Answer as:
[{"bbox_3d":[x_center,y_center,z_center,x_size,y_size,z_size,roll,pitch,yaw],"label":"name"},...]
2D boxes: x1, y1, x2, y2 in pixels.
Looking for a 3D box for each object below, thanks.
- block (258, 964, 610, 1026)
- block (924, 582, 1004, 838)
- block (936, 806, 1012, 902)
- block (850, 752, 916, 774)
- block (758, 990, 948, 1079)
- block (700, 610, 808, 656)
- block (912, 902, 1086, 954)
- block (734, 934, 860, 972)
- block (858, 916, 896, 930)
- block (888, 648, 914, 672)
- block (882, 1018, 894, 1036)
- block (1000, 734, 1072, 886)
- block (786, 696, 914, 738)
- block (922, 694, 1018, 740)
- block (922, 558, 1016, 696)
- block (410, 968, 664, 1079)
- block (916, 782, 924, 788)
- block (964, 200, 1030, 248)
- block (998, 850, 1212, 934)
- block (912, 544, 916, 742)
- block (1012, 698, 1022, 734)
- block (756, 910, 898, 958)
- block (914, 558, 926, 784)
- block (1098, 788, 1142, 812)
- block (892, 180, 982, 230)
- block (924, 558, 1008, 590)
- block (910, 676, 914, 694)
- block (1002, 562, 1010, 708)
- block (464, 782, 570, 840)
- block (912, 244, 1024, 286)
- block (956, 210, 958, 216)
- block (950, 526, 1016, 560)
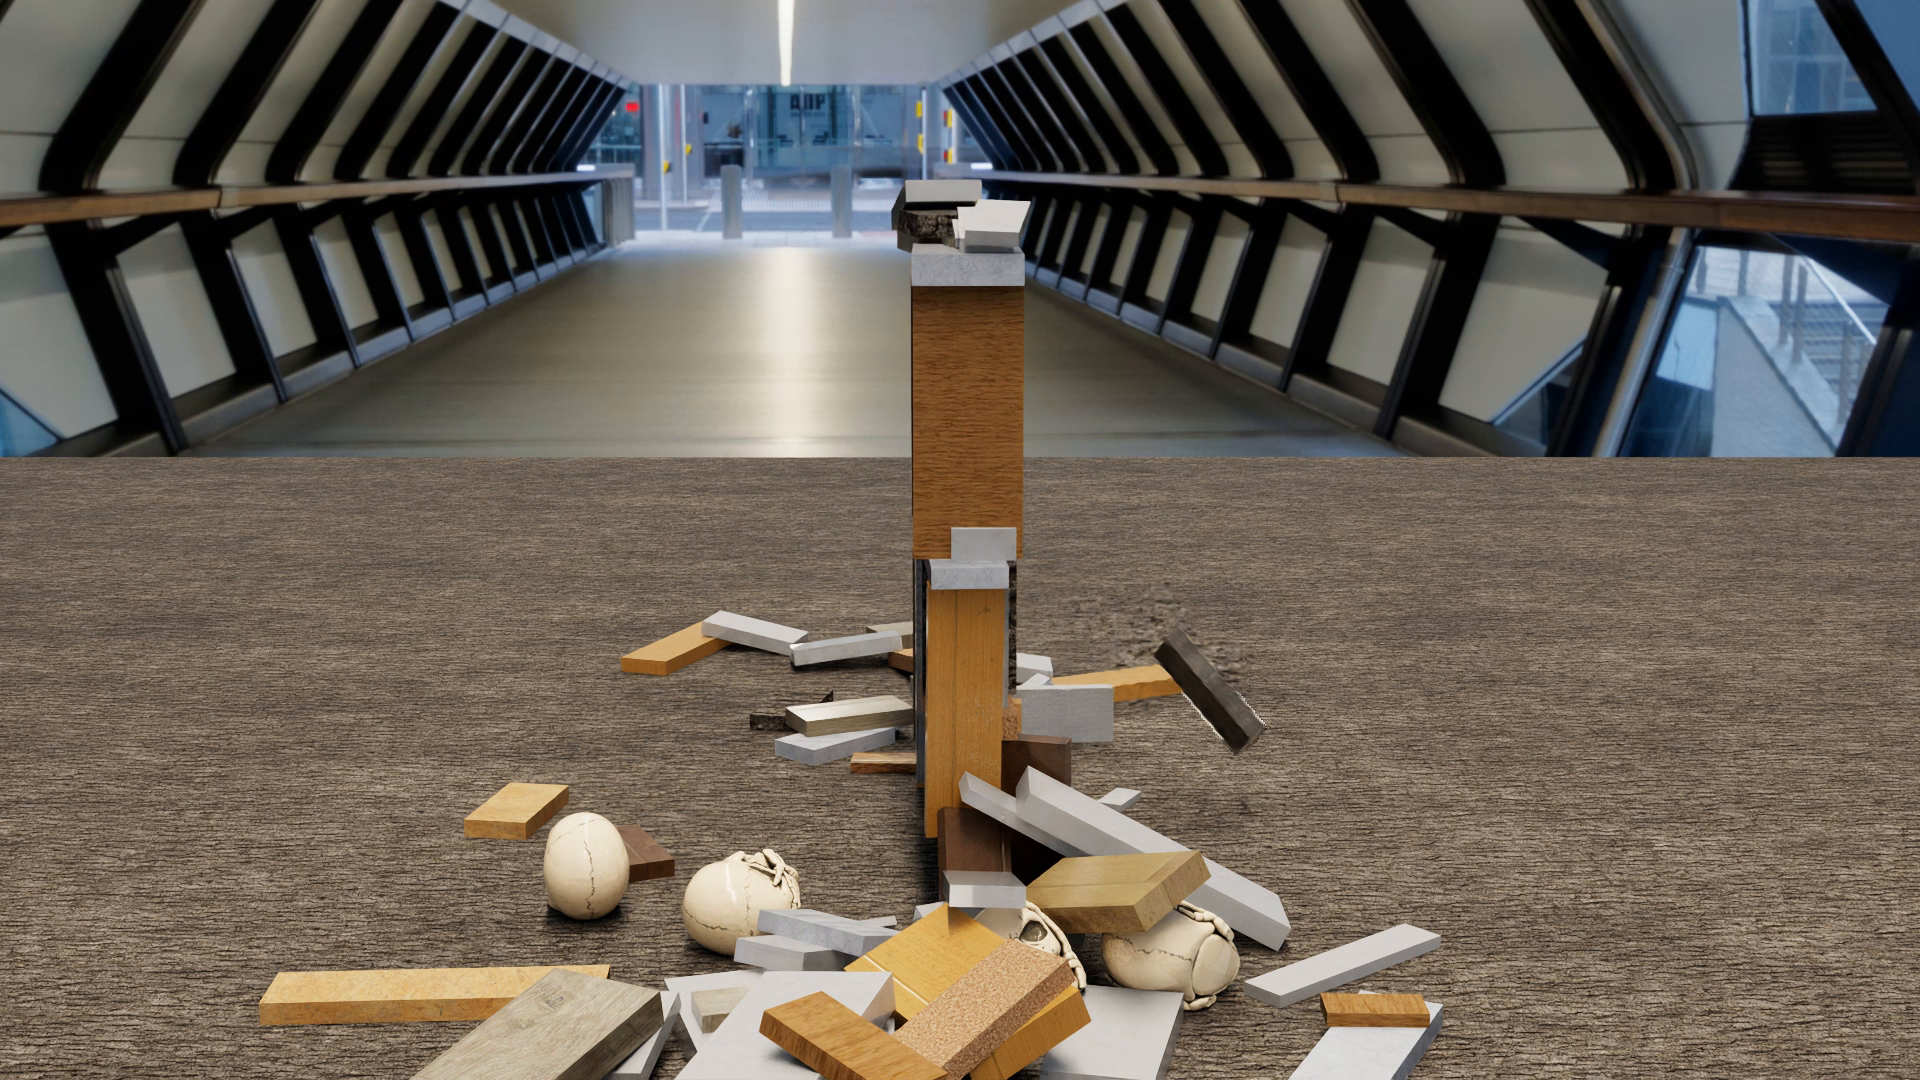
[{"bbox_3d":[-0.758,0.661,3.197,0.484,0.033,0.117,-1,11,-4],"label":"block"},{"bbox_3d":[0.006,0.267,3.461,0.118,0.418,0.033,-1,17,-7],"label":"block"},{"bbox_3d":[0.024,0.527,3.413,0.109,0.219,0.031,8,-26,-22],"label":"block"},{"bbox_3d":[-0.139,0.445,4.389,0.152,0.022,0.076,0,11,2],"label":"block"},{"bbox_3d":[-0.130,0.622,2.668,0.212,0.030,0.106,25,19,34],"label":"block"},{"bbox_3d":[-0.504,0.229,5.409,0.237,0.034,0.118,13,14,13],"label":"block"},{"bbox_3d":[0.060,0.585,3.326,0.234,0.033,0.117,-5,33,-27],"label":"block"},{"bbox_3d":[-0.221,0.615,3.279,0.117,0.033,0.234,6,-3,29],"label":"block"},{"bbox_3d":[-0.154,0.610,3.438,0.101,0.014,0.050,-4,-31,-20],"label":"block"},{"bbox_3d":[-0.069,0.281,5.132,0.129,0.036,0.257,-4,3,-18],"label":"block"},{"bbox_3d":[-0.193,0.666,2.905,0.211,0.030,0.106,0,11,0],"label":"block"},{"bbox_3d":[0.106,0.460,3.580,0.144,0.287,0.041,3,11,17],"label":"block"},{"bbox_3d":[-0.229,0.367,4.594,0.242,0.034,0.121,-5,12,-25],"label":"block"},{"bbox_3d":[0.013,0.277,3.670,0.144,0.041,0.287,-1,11,-3],"label":"block"},{"bbox_3d":[0.015,0.102,3.652,0.155,0.310,0.044,-1,11,-3],"label":"block"},{"bbox_3d":[-0.566,0.682,2.874,0.179,0.051,0.358,6,21,28],"label":"block"},{"bbox_3d":[0.005,0.221,4.238,0.179,0.518,0.051,0,11,0],"label":"block"},{"bbox_3d":[0.059,-0.484,3.353,0.081,0.023,0.163,4,25,7],"label":"block"},{"bbox_3d":[0.208,0.516,3.213,0.151,0.043,0.302,-32,11,-37],"label":"block"},{"bbox_3d":[0.005,0.185,3.990,0.179,0.358,0.051,0,10,0],"label":"block"},{"bbox_3d":[0.034,0.418,3.805,0.144,0.287,0.041,0,9,1],"label":"block"},{"bbox_3d":[-0.188,0.587,3.292,0.219,0.031,0.109,5,-4,41],"label":"block"},{"bbox_3d":[-0.001,0.169,3.869,0.155,0.520,0.044,-1,10,-3],"label":"block"},{"bbox_3d":[0.301,0.492,4.159,0.050,0.014,0.101,5,12,26],"label":"block"},{"bbox_3d":[-0.044,-0.596,3.920,0.132,0.037,0.264,-2,-3,-7],"label":"block"},{"bbox_3d":[0.007,0.037,3.463,0.118,0.033,0.236,-1,11,-4],"label":"block"},{"bbox_3d":[-0.014,0.344,4.892,0.128,0.036,0.257,-3,11,-17],"label":"block"},{"bbox_3d":[0.019,0.156,3.563,0.118,0.236,0.033,-1,13,-4],"label":"block"},{"bbox_3d":[-0.817,0.500,4.064,0.116,0.033,0.231,2,11,9],"label":"block"},{"bbox_3d":[0.010,-0.436,3.466,0.170,0.048,0.339,0,10,-1],"label":"block"},{"bbox_3d":[0.025,-0.509,3.507,0.051,0.014,0.102,-1,25,-5],"label":"block"},{"bbox_3d":[0.037,0.006,3.401,0.101,0.050,0.014,0,11,-1],"label":"block"}]
